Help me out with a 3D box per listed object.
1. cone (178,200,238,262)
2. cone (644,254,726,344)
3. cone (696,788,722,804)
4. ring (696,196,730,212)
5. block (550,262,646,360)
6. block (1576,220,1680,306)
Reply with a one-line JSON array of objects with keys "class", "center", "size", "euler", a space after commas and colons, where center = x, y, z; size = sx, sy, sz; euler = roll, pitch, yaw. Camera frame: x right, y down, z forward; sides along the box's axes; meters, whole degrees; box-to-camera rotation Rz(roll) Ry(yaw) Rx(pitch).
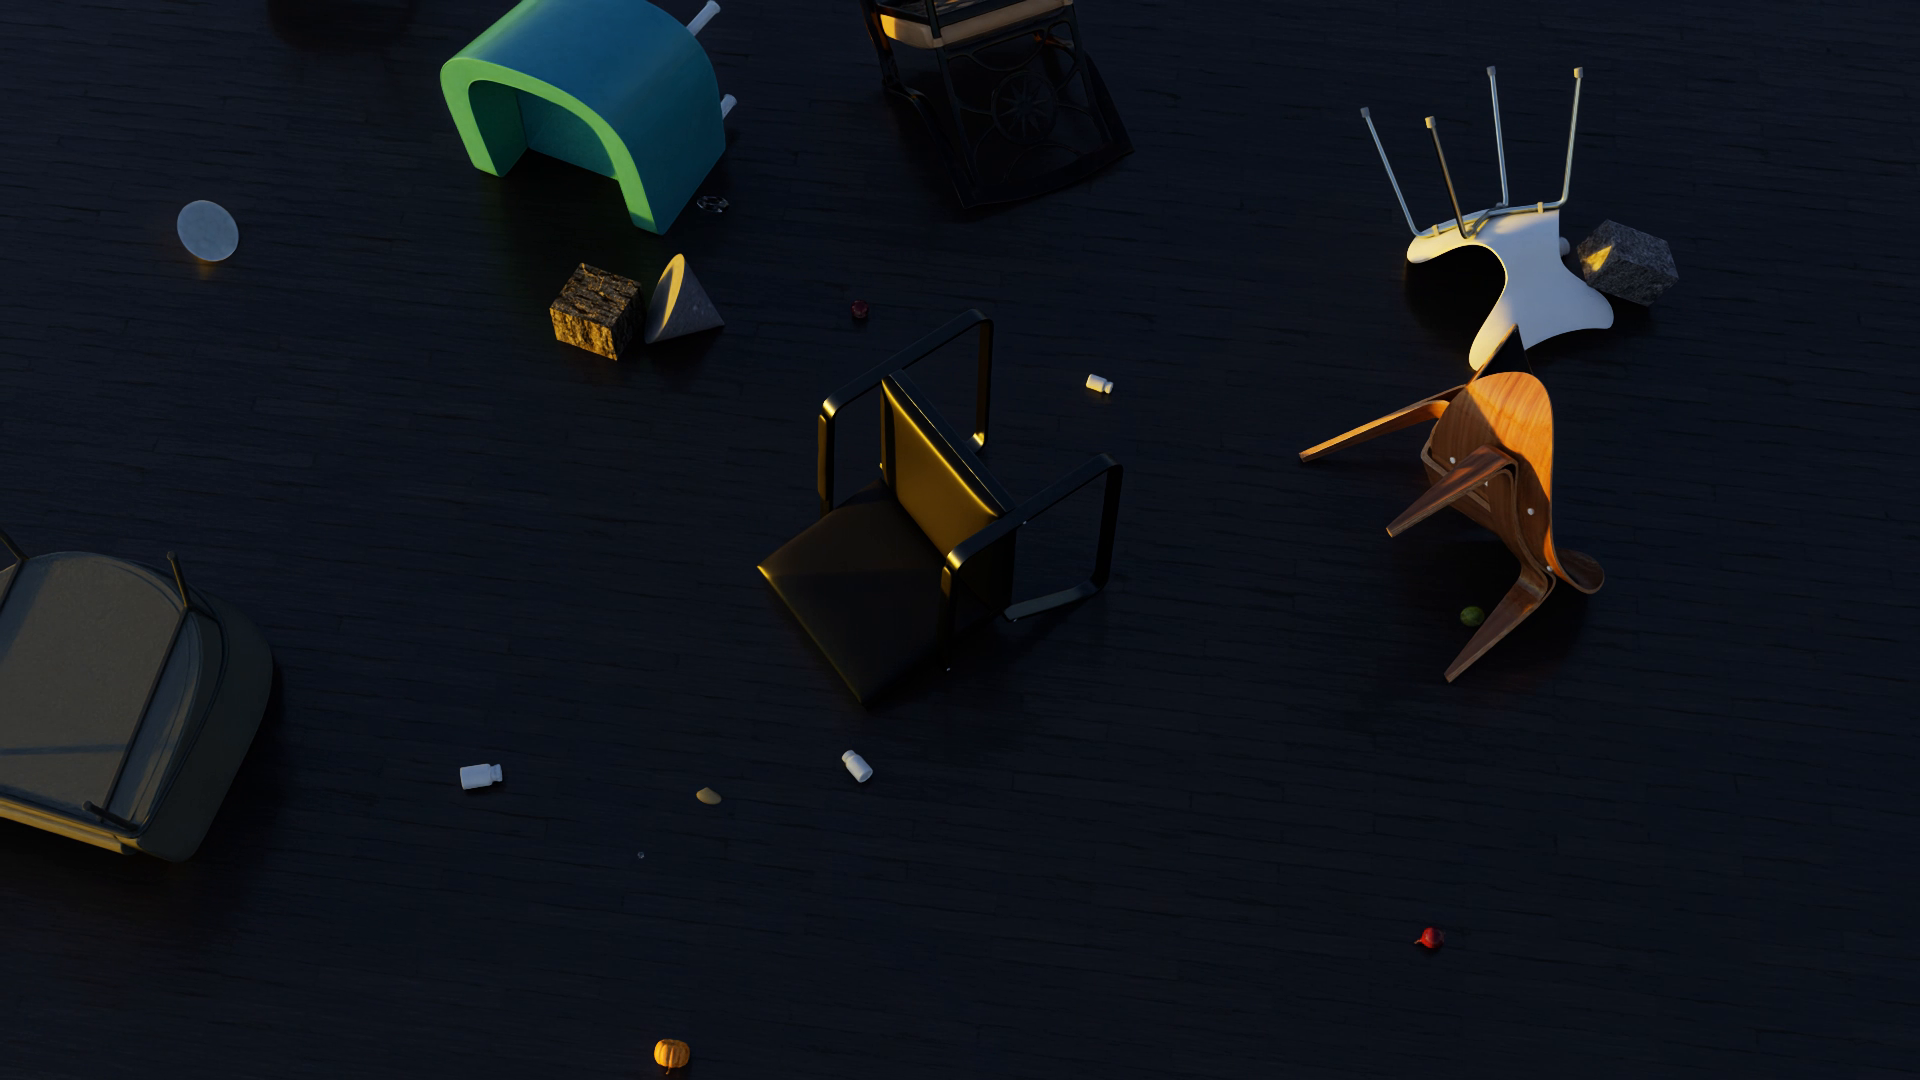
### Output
[{"class": "cone", "center": [-2.485, -1.002, 7.199], "size": [0.117, 0.208, 0.193], "euler": [-6, 51, 49]}, {"class": "cone", "center": [-0.843, -0.725, 6.991], "size": [0.219, 0.273, 0.314], "euler": [22, 60, -24]}, {"class": "cone", "center": [-0.695, 0.696, 6.071], "size": [0.074, 0.060, 0.042], "euler": [17, 58, 11]}, {"class": "ring", "center": [-0.820, -1.117, 7.301], "size": [0.113, 0.039, 0.049], "euler": [11, 54, 8]}, {"class": "block", "center": [-1.144, -0.725, 6.967], "size": [0.216, 0.155, 0.204], "euler": [20, 58, 13]}, {"class": "block", "center": [2.130, -0.883, 7.016], "size": [0.255, 0.146, 0.162], "euler": [14, 52, -25]}]
